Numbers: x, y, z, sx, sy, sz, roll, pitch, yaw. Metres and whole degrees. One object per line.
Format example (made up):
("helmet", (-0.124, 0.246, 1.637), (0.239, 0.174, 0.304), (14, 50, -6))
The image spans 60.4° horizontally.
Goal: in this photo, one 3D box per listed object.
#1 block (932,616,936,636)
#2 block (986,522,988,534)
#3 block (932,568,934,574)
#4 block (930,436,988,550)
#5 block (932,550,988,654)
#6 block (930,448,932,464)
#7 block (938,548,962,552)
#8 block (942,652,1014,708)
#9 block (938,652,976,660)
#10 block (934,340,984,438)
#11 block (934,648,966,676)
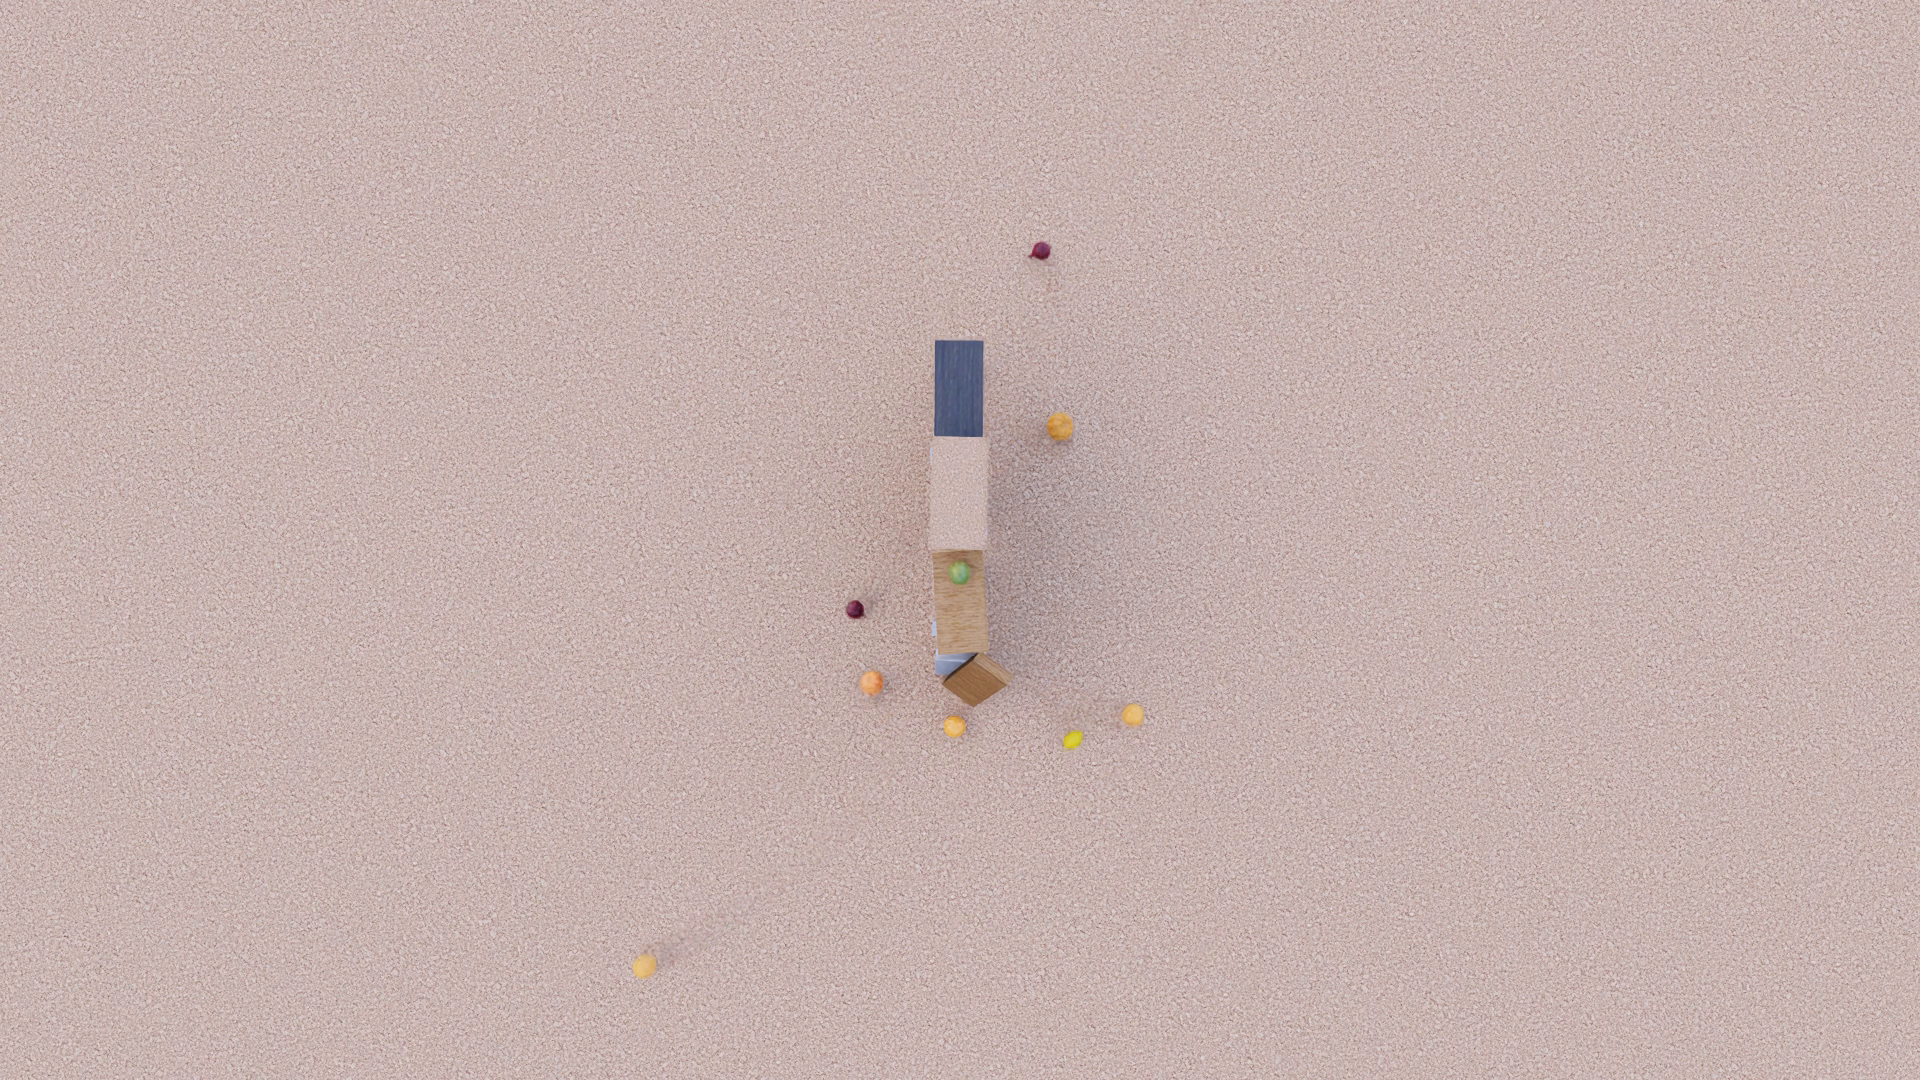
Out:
("block", (-0.008, 0.267, 5.071), (0.149, 0.385, 0.042), (3, 90, 0))
("block", (-0.002, -0.030, 5.015), (0.164, 0.328, 0.046), (2, 90, 0))
("block", (-0.007, 0.079, 5.029), (0.149, 0.299, 0.042), (1, 89, 0))
("block", (-0.002, -0.137, 4.828), (0.164, 0.046, 0.328), (1, 90, 0))
("block", (0.001, 0.182, 4.857), (0.149, 0.042, 0.299), (-3, 90, 0))
("block", (-0.004, -0.247, 5.040), (0.164, 0.379, 0.046), (0, 90, 0))
("block", (-0.002, 0.015, 5.198), (0.141, 0.040, 0.282), (0, 90, 0))
("block", (0.052, 0.447, 5.257), (0.130, 0.495, 0.037), (37, 72, -2))
("block", (-0.003, 0.337, 5.117), (0.130, 0.260, 0.037), (1, 78, -1))
("block", (-0.003, -0.448, 4.919), (0.145, 0.041, 0.290), (0, 90, 0))
("block", (-0.015, 0.402, 5.370), (0.130, 0.260, 0.037), (5, 75, 0))
